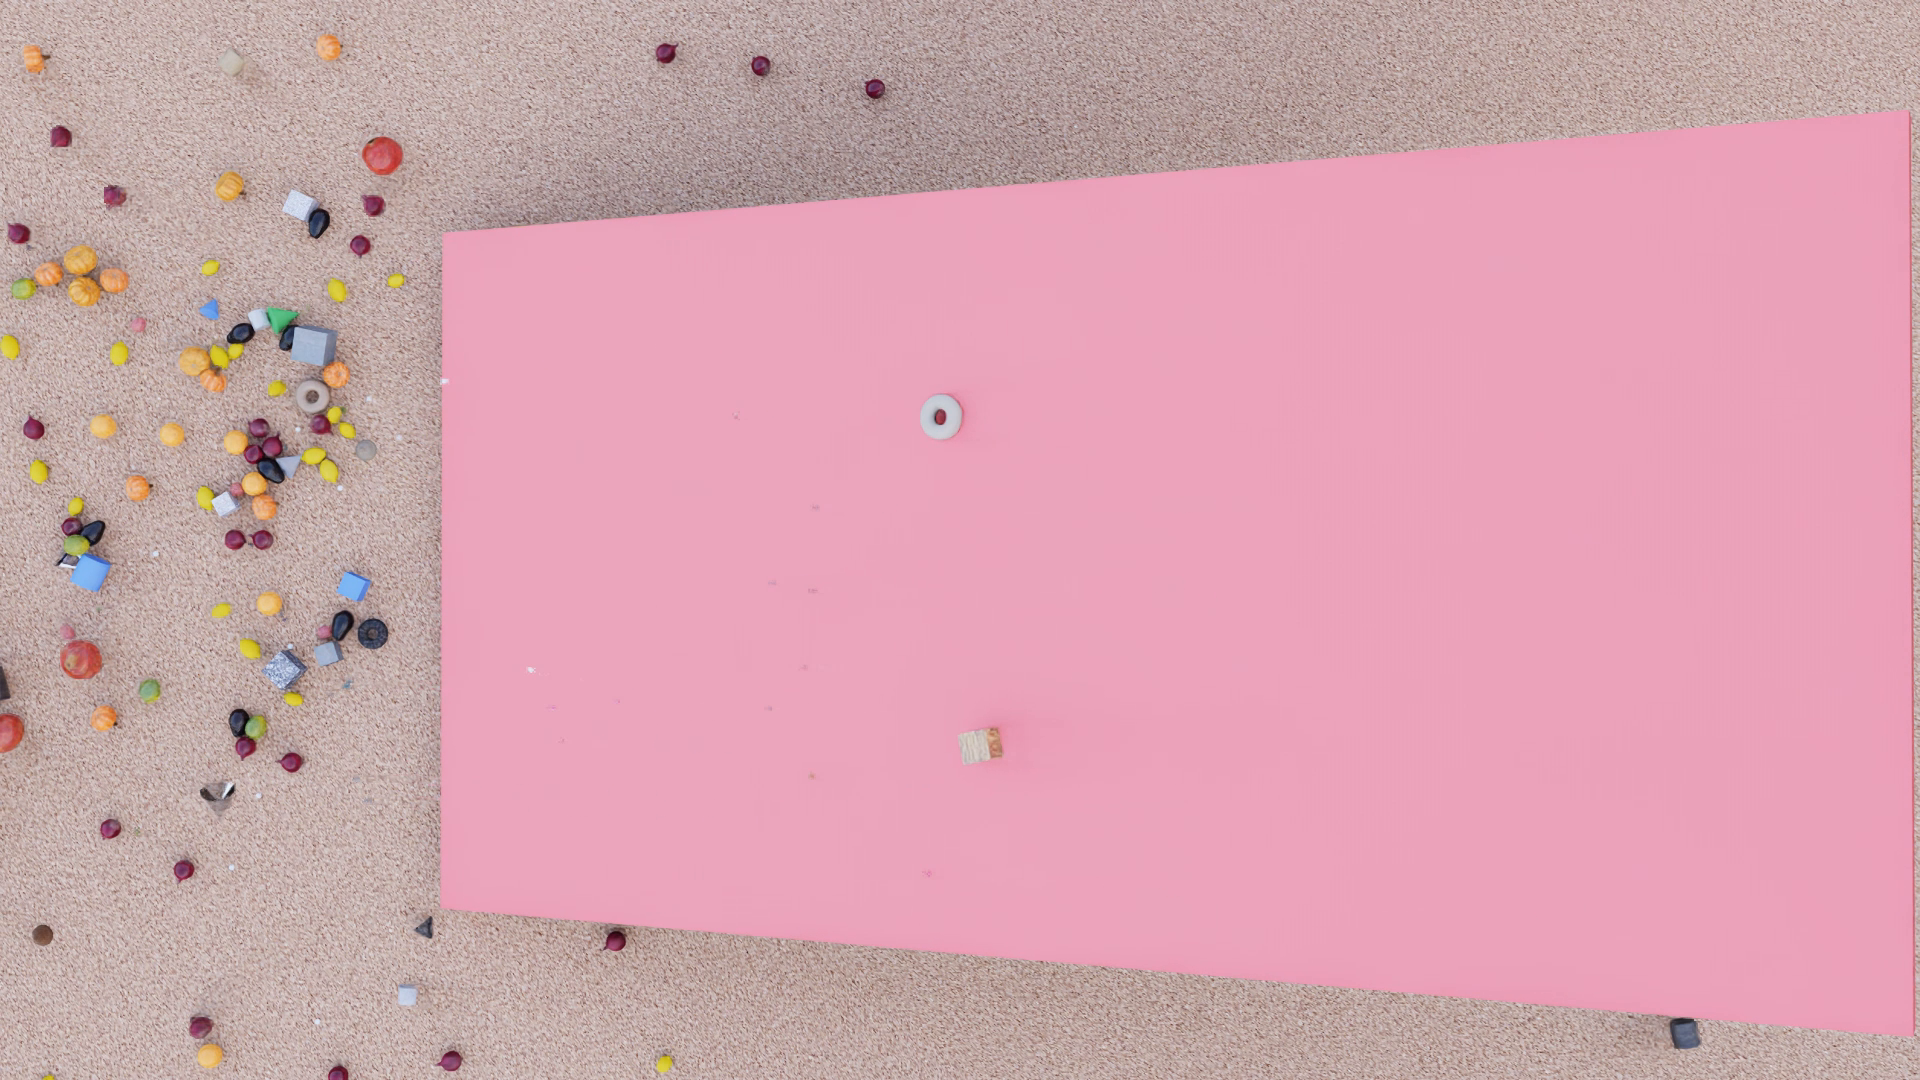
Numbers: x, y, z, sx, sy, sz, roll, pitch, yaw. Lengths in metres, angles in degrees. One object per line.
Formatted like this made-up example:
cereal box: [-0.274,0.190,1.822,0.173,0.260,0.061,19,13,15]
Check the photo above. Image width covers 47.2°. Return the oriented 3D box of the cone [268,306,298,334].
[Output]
cone: [-2.019,-0.668,6.593,0.085,0.085,0.085,-20,89,-27]

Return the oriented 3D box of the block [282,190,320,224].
block: [-1.972,-0.997,6.580,0.070,0.070,0.070,25,89,0]

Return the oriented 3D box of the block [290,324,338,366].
block: [-1.924,-0.581,6.553,0.097,0.097,0.097,11,100,1]

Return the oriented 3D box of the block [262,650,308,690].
block: [-2.013,0.388,6.559,0.082,0.082,0.082,43,90,0]

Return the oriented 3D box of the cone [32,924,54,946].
cone: [-2.750,1.185,6.560,0.064,0.064,0.064,0,89,0]

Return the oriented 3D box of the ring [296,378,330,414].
ring: [-1.940,-0.431,6.592,0.107,0.036,0.107,0,91,1]

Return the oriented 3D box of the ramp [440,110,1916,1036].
ramp: [0.280,0.080,5.674,4.000,0.100,2.000,0,89,26]

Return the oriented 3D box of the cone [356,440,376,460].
cone: [-1.785,-0.270,6.575,0.065,0.065,0.065,0,89,0]

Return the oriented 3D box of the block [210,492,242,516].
block: [-2.195,-0.107,6.578,0.055,0.055,0.055,-31,89,0]

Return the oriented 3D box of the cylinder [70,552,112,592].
cylinder: [-2.593,0.096,6.560,0.087,0.087,0.087,26,89,0]

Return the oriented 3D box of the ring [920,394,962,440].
ring: [-0.049,-0.322,5.763,0.122,0.041,0.122,-1,88,27]

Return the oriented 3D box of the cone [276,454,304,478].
cone: [-1.996,-0.236,6.591,0.074,0.074,0.074,48,63,0]

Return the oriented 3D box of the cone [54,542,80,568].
cone: [-2.648,0.065,6.584,0.089,0.089,0.089,39,89,-26]

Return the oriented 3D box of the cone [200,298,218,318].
cone: [-2.245,-0.703,6.599,0.057,0.057,0.057,13,63,0]

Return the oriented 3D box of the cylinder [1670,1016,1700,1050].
cylinder: [2.158,1.470,6.551,0.075,0.075,0.075,-15,97,0]

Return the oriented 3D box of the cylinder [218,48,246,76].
cylinder: [-2.180,-1.429,6.590,0.060,0.060,0.060,40,90,0]

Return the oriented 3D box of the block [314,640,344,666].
block: [-1.886,0.340,6.571,0.060,0.060,0.060,-19,89,0]

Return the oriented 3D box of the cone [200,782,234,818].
cone: [-2.215,0.794,6.573,0.100,0.100,0.100,4,116,0]

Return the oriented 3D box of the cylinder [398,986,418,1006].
cylinder: [-1.647,1.359,6.564,0.050,0.050,0.050,6,89,0]

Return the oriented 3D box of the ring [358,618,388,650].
ring: [-1.758,0.282,6.586,0.092,0.031,0.092,0,88,1]

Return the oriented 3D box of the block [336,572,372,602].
block: [-1.810,0.139,6.570,0.066,0.066,0.066,25,89,0]

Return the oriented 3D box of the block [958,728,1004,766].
block: [0.054,0.532,5.680,0.080,0.080,0.080,-15,83,25]

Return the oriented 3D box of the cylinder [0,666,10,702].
cylinder: [-2.892,0.436,6.550,0.099,0.099,0.099,-16,89,0]

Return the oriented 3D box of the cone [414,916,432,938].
cone: [-1.594,1.151,6.578,0.060,0.060,0.060,20,63,0]

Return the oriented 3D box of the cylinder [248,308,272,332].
cylinder: [-2.098,-0.659,6.586,0.052,0.052,0.052,-23,89,0]
